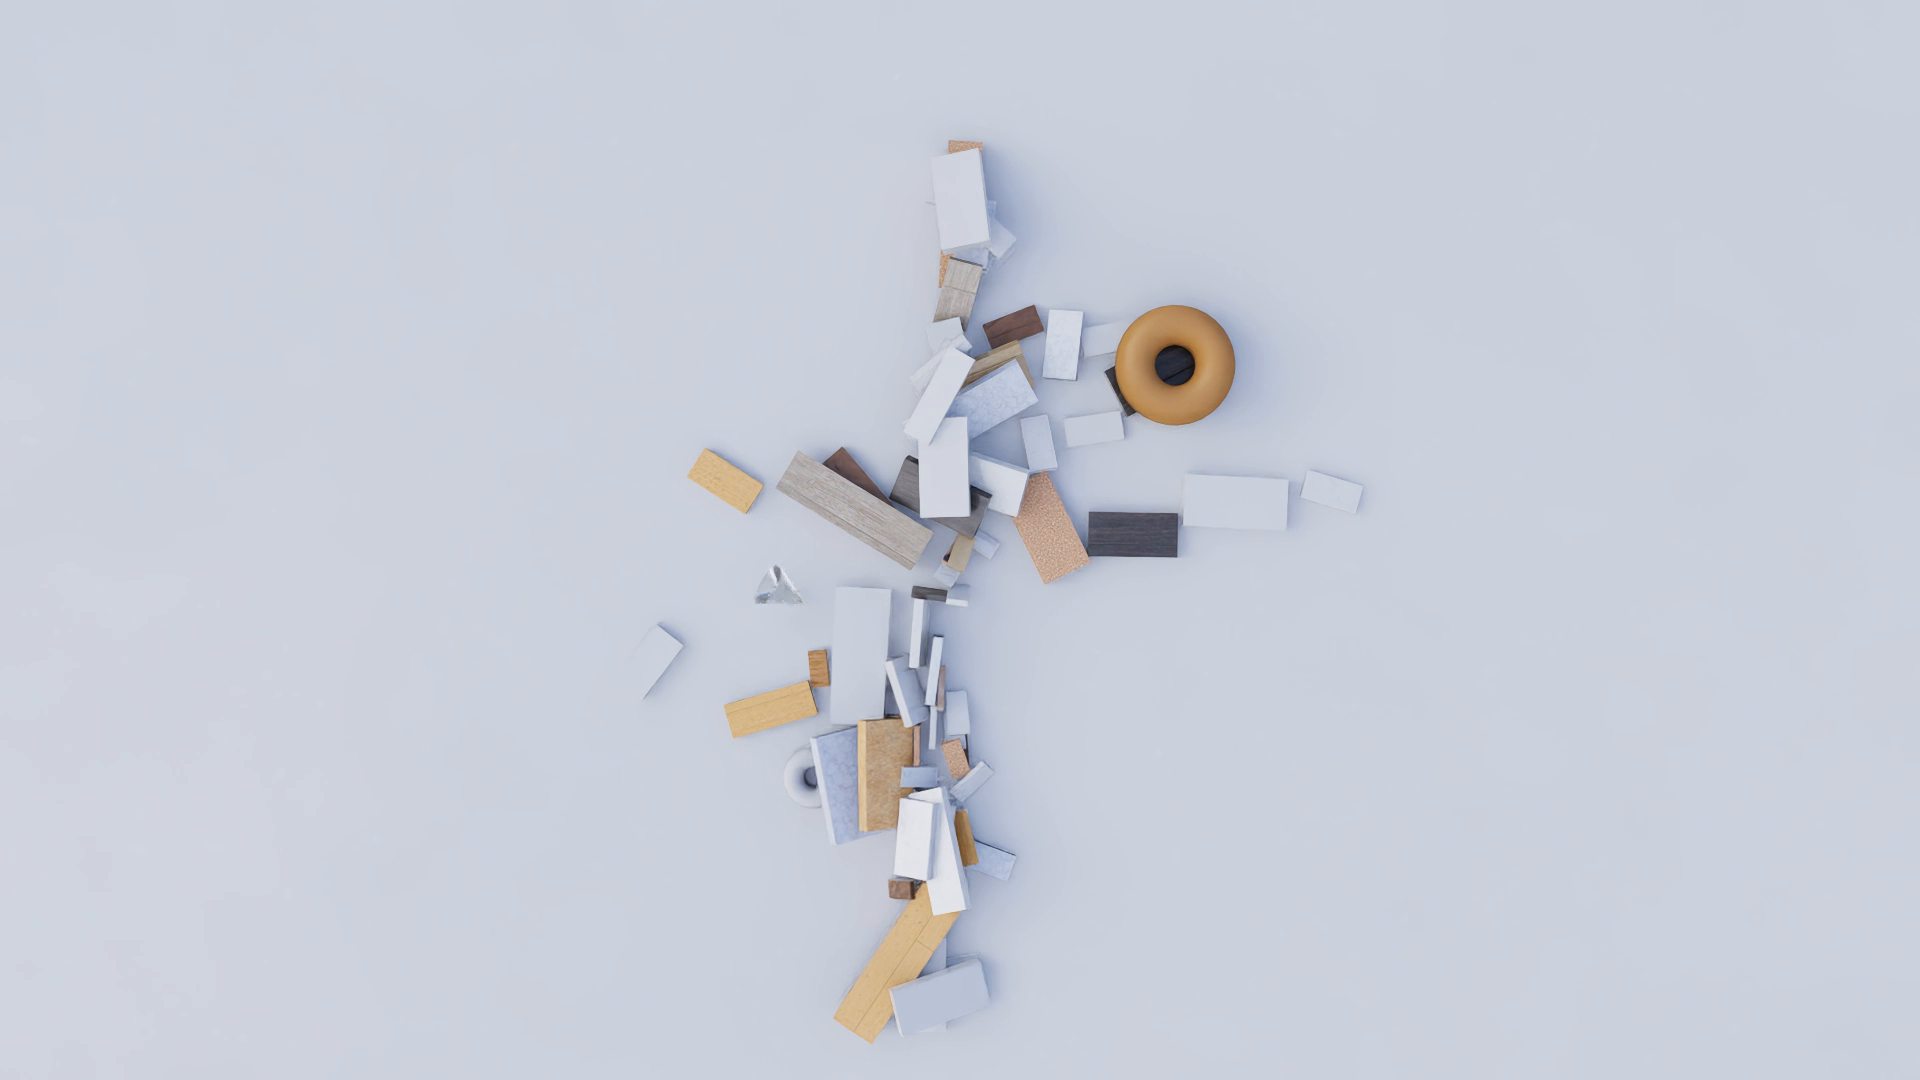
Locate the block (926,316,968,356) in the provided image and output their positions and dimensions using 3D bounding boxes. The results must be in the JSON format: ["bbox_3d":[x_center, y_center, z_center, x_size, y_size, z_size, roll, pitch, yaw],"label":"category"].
[{"bbox_3d":[-0.032,-0.616,5.459,0.113,0.032,0.227,-14,103,0],"label":"block"}]

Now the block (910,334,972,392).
[{"bbox_3d":[-0.064,-0.581,5.389,0.227,0.113,0.032,-39,107,6],"label":"block"}]

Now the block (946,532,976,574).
[{"bbox_3d":[0.004,0.041,5.430,0.062,0.017,0.123,21,71,-4],"label":"block"}]

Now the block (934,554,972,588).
[{"bbox_3d":[-0.022,0.083,5.464,0.070,0.020,0.140,33,67,0],"label":"block"}]

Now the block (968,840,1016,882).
[{"bbox_3d":[0.089,1.061,5.487,0.177,0.025,0.089,20,90,0],"label":"block"}]

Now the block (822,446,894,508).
[{"bbox_3d":[-0.349,-0.150,5.479,0.148,0.042,0.295,-41,90,0],"label":"block"}]

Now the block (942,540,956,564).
[{"bbox_3d":[-0.006,0.037,5.459,0.062,0.017,0.123,33,60,0],"label":"block"}]

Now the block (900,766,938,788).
[{"bbox_3d":[-0.135,0.782,5.456,0.131,0.019,0.066,4,90,-33],"label":"block"}]

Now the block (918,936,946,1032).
[{"bbox_3d":[-0.124,1.472,5.478,0.155,0.044,0.311,0,90,0],"label":"block"}]

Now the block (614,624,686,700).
[{"bbox_3d":[-1.032,0.406,5.484,0.115,0.033,0.230,37,90,0],"label":"block"}]

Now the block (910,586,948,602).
[{"bbox_3d":[-0.090,0.180,5.464,0.140,0.070,0.020,8,105,0],"label":"block"}]

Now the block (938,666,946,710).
[{"bbox_3d":[-0.061,0.490,5.464,0.020,0.071,0.142,3,90,0],"label":"block"}]

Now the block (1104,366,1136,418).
[{"bbox_3d":[0.667,-0.561,5.476,0.339,0.048,0.170,-27,90,0],"label":"block"}]

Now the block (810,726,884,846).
[{"bbox_3d":[-0.370,0.805,5.427,0.179,0.051,0.358,-12,93,-28],"label":"block"}]

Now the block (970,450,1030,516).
[{"bbox_3d":[0.064,-0.200,5.421,0.310,0.044,0.155,18,113,10],"label":"block"}]

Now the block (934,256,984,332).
[{"bbox_3d":[-0.007,-0.809,5.435,0.113,0.032,0.227,14,115,-3],"label":"block"}]

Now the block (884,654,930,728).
[{"bbox_3d":[-0.173,0.497,5.444,0.032,0.112,0.223,-18,89,33],"label":"block"}]

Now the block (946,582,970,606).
[{"bbox_3d":[-0.006,0.179,5.431,0.070,0.140,0.020,7,111,0],"label":"block"}]

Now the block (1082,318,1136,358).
[{"bbox_3d":[0.498,-0.671,5.487,0.190,0.027,0.095,-11,90,0],"label":"block"}]

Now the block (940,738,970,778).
[{"bbox_3d":[-0.013,0.722,5.452,0.065,0.018,0.130,-17,109,3],"label":"block"}]

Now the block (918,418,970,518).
[{"bbox_3d":[-0.051,-0.235,5.357,0.160,0.045,0.320,-1,91,8],"label":"block"}]

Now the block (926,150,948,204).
[{"bbox_3d":[-0.058,-1.203,5.488,0.087,0.025,0.175,10,90,0],"label":"block"}]

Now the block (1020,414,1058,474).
[{"bbox_3d":[0.261,-0.318,5.463,0.093,0.026,0.185,-10,75,0],"label":"block"}]

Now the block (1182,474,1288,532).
[{"bbox_3d":[0.913,-0.124,5.476,0.339,0.048,0.170,3,90,0],"label":"block"}]

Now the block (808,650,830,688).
[{"bbox_3d":[-0.470,0.428,5.491,0.061,0.017,0.121,-6,90,0],"label":"block"}]

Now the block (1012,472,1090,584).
[{"bbox_3d":[0.283,-0.042,5.476,0.170,0.048,0.339,-26,90,0],"label":"block"}]

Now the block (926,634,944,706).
[{"bbox_3d":[-0.084,0.429,5.444,0.032,0.112,0.223,7,90,0],"label":"block"}]

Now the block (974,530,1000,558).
[{"bbox_3d":[0.065,0.005,5.477,0.123,0.017,0.062,33,60,0],"label":"block"}]

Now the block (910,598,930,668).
[{"bbox_3d":[-0.132,0.306,5.442,0.032,0.112,0.223,4,90,11],"label":"block"}]

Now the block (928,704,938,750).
[{"bbox_3d":[-0.089,0.617,5.464,0.020,0.071,0.142,3,90,0],"label":"block"}]

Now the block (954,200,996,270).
[{"bbox_3d":[0.047,-1.009,5.427,0.113,0.032,0.226,9,90,0],"label":"block"}]

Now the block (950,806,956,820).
[{"bbox_3d":[-0.090,0.992,5.441,0.125,0.035,0.250,8,92,30],"label":"block"}]
